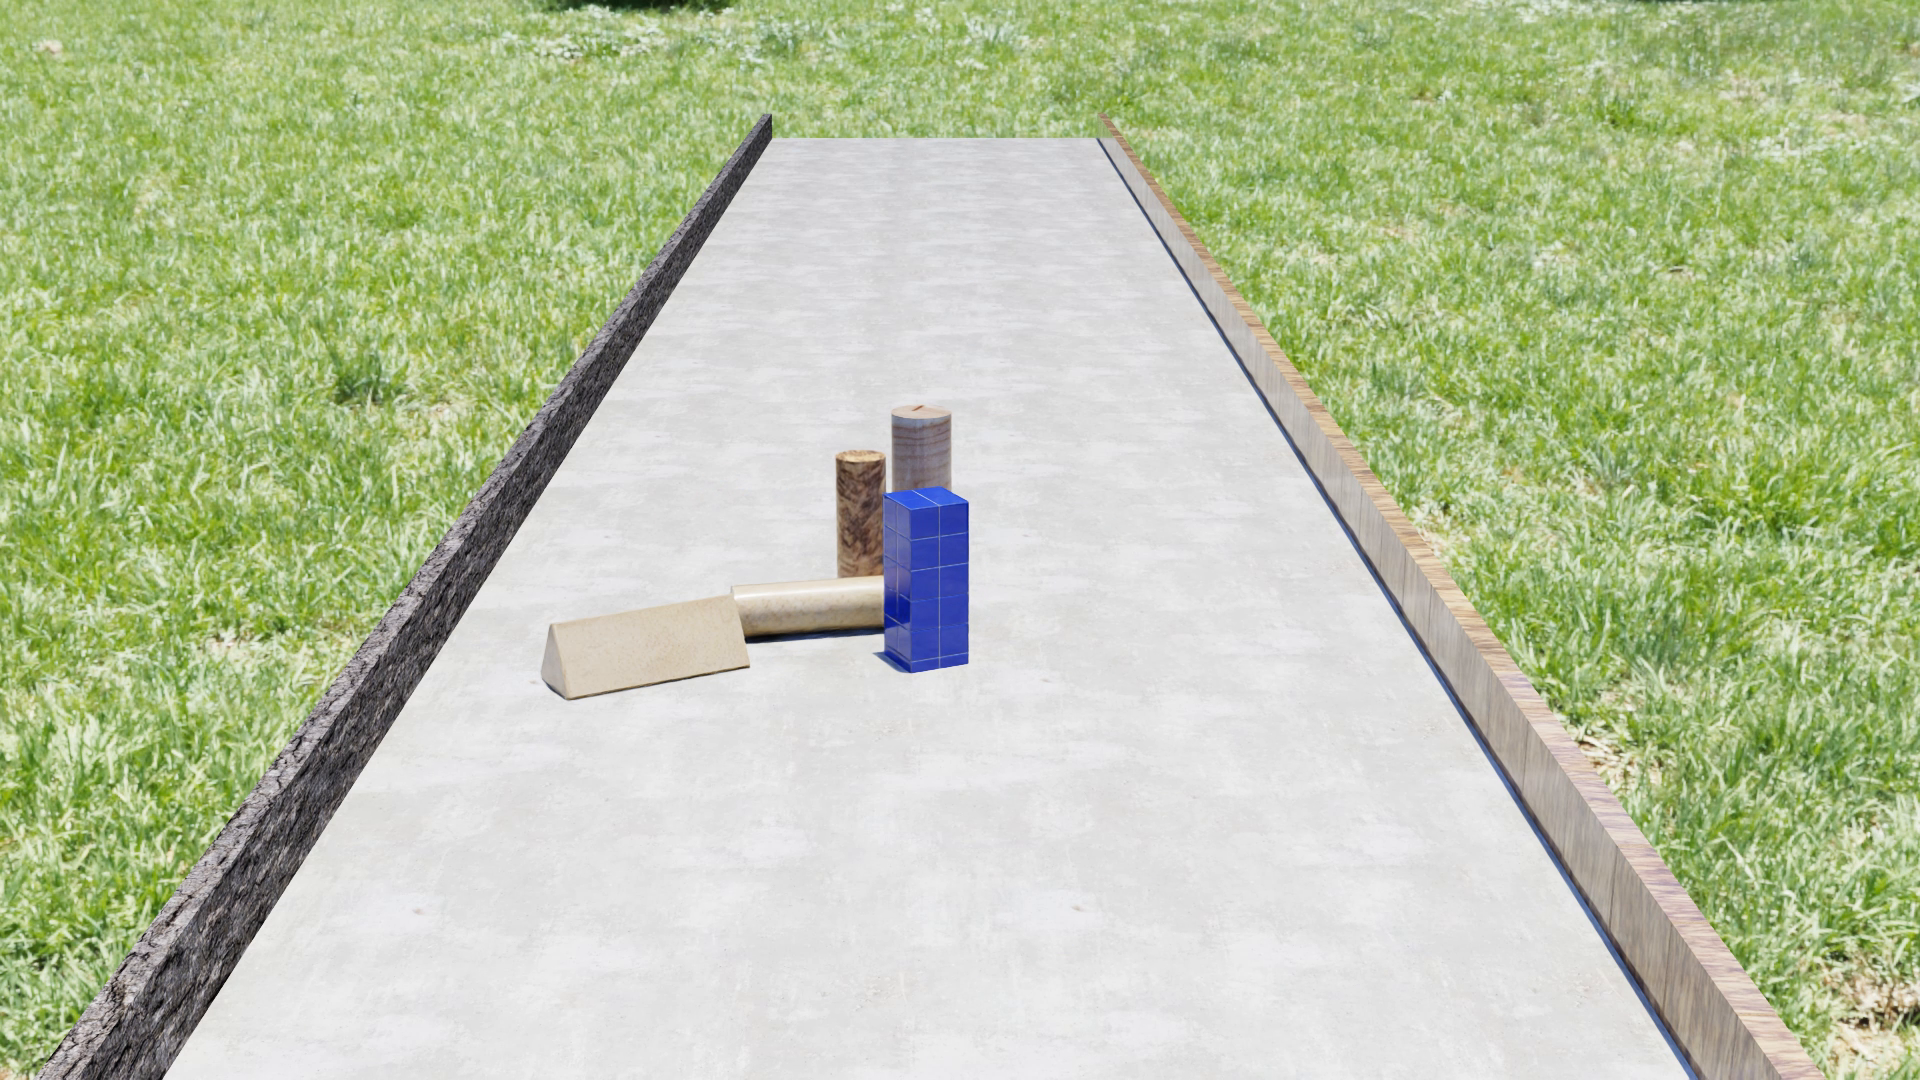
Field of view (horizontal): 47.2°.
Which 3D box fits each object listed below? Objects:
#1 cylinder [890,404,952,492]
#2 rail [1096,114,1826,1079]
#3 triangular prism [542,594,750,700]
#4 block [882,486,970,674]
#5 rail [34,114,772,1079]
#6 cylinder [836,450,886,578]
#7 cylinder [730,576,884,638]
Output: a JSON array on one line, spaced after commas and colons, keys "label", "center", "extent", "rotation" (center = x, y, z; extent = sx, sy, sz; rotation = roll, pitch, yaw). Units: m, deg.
[{"label": "cylinder", "center": [-0.085, -0.100, 4.896], "extent": [0.135, 0.381, 0.135], "rotation": [0, 17, 0]}, {"label": "rail", "center": [0.932, -0.844, 7.801], "extent": [0.050, 0.150, 12.000], "rotation": [0, 17, -1]}, {"label": "triangular prism", "center": [-0.619, 0.196, 4.324], "extent": [0.381, 0.131, 0.151], "rotation": [-9, 19, -28]}, {"label": "block", "center": [-0.068, 0.078, 4.373], "extent": [0.128, 0.337, 0.128], "rotation": [-8, 18, -25]}, {"label": "rail", "center": [-1.118, -0.838, 7.780], "extent": [0.050, 0.150, 12.000], "rotation": [0, 17, -1]}, {"label": "cylinder", "center": [-0.209, -0.013, 4.668], "extent": [0.107, 0.342, 0.107], "rotation": [0, 16, 0]}, {"label": "cylinder", "center": [-0.258, 0.135, 4.583], "extent": [0.431, 0.109, 0.109], "rotation": [-4, 17, -13]}]
